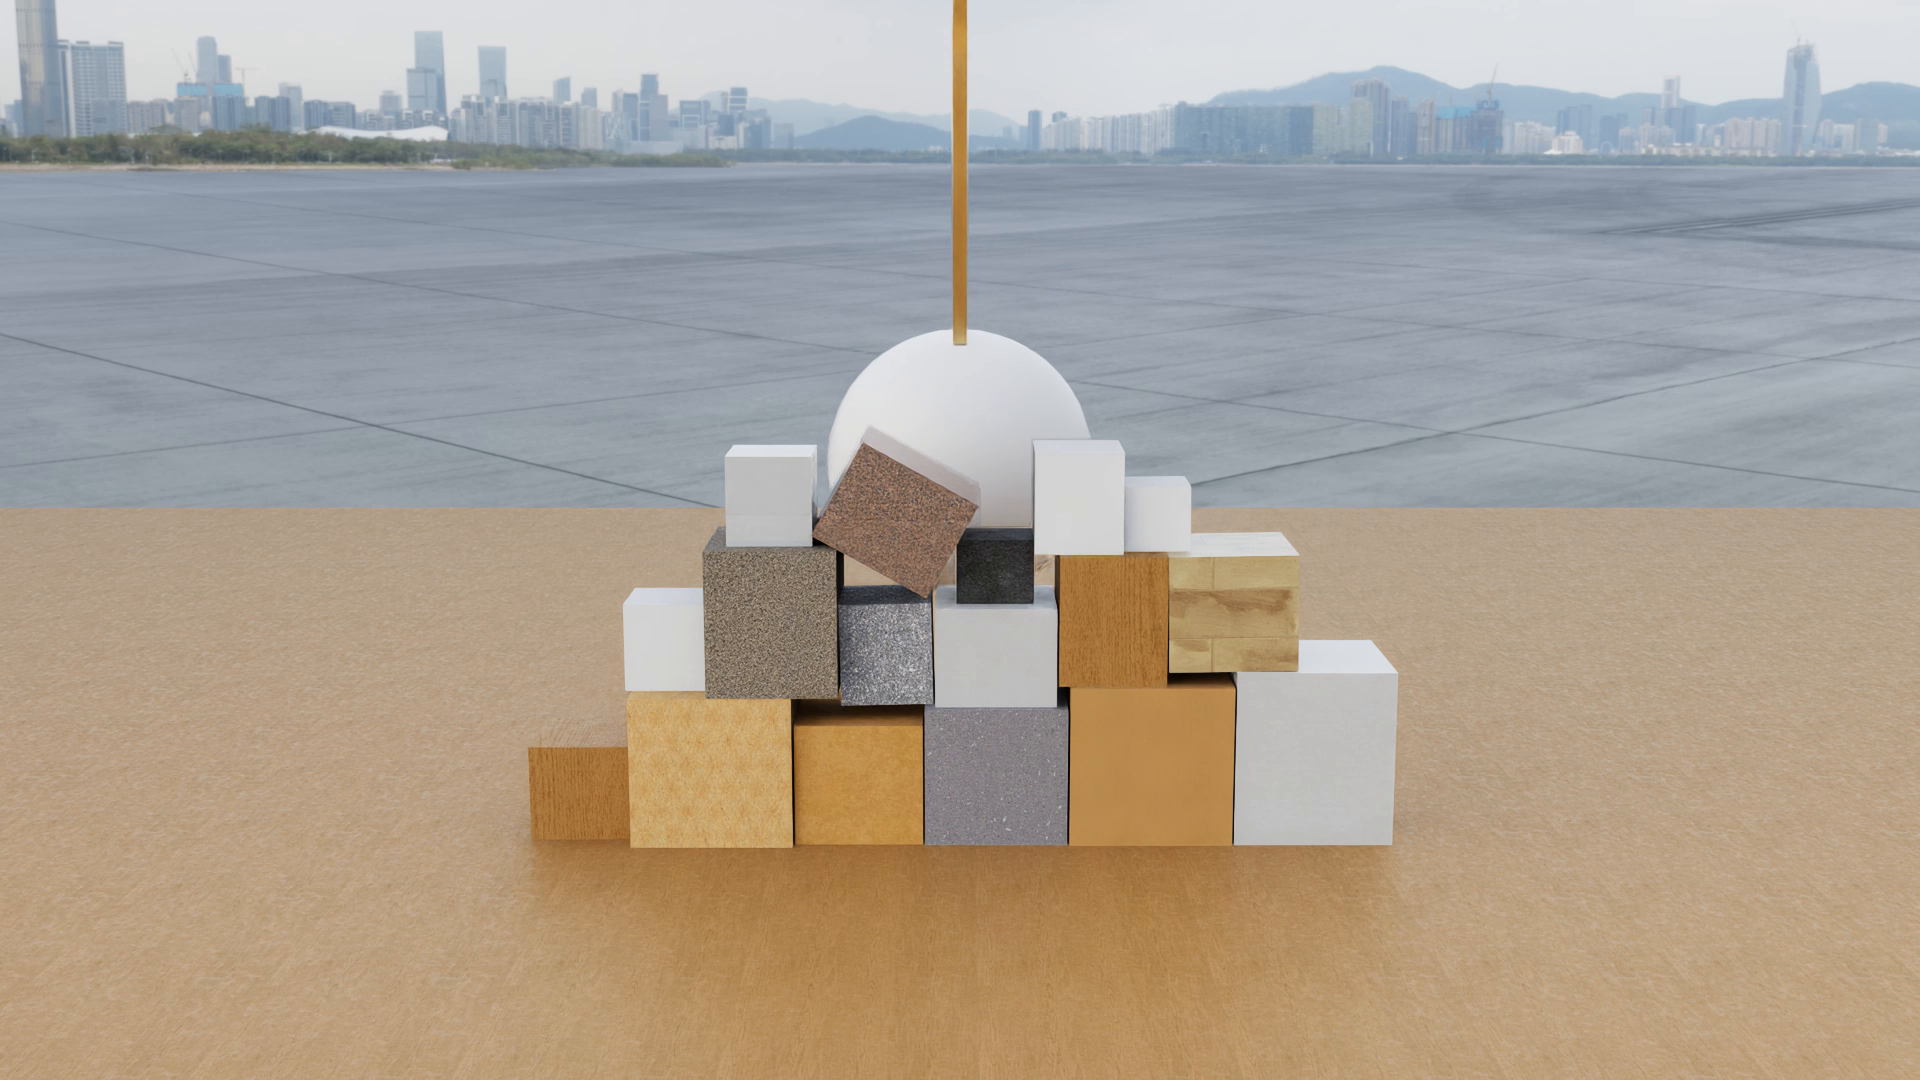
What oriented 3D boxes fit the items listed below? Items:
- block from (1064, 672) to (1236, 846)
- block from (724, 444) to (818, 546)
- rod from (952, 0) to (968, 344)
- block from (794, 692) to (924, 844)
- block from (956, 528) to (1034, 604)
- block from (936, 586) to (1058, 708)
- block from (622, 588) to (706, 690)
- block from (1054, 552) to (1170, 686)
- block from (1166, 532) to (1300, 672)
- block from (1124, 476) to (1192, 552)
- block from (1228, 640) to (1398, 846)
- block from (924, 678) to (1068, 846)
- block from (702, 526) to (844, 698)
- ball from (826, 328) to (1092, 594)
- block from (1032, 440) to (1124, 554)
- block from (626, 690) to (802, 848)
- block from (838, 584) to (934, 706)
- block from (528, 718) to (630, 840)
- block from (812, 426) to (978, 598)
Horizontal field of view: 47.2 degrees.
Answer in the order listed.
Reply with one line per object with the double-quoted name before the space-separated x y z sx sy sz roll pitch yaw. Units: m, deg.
"block" 0.961 1.073 11.386 0.820 0.815 0.756 0 10 0
"block" -0.949 -0.229 11.121 0.428 0.451 0.430 0 10 0
"rod" 0.000 -3.393 11.477 0.080 5.200 0.080 0 31 0
"block" -0.509 1.172 11.395 0.645 0.616 0.697 0 10 0
"block" 0.177 0.130 11.210 0.391 0.326 0.345 0 10 0
"block" 0.181 0.538 11.279 0.610 0.502 0.600 0 10 0
"block" -1.482 0.505 11.265 0.413 0.444 0.424 0 10 0
"block" 0.765 0.354 11.234 0.538 0.656 0.627 0 10 0
"block" 1.361 0.311 11.237 0.645 0.586 0.653 -1 10 0
"block" 0.985 -0.134 11.159 0.340 0.328 0.345 -1 10 0
"block" 1.781 1.035 11.379 0.799 0.891 0.737 0 10 0
"block" 0.182 1.134 11.370 0.718 0.702 0.685 0 10 0
"block" -0.938 0.359 11.228 0.658 0.743 0.728 0 10 0
"ball" 0.000 -0.465 13.204 1.600 1.600 1.600 0 10 0
"block" 0.593 -0.220 11.122 0.441 0.513 0.459 0 10 0
"block" -1.248 1.097 11.387 0.814 0.767 0.808 0 10 0
"block" -0.371 0.533 11.287 0.464 0.518 0.488 -1 10 0
"block" -1.923 1.235 11.423 0.515 0.484 0.566 0 10 0
"block" -0.321 -0.154 11.166 0.650 0.532 0.678 29 9 -5
